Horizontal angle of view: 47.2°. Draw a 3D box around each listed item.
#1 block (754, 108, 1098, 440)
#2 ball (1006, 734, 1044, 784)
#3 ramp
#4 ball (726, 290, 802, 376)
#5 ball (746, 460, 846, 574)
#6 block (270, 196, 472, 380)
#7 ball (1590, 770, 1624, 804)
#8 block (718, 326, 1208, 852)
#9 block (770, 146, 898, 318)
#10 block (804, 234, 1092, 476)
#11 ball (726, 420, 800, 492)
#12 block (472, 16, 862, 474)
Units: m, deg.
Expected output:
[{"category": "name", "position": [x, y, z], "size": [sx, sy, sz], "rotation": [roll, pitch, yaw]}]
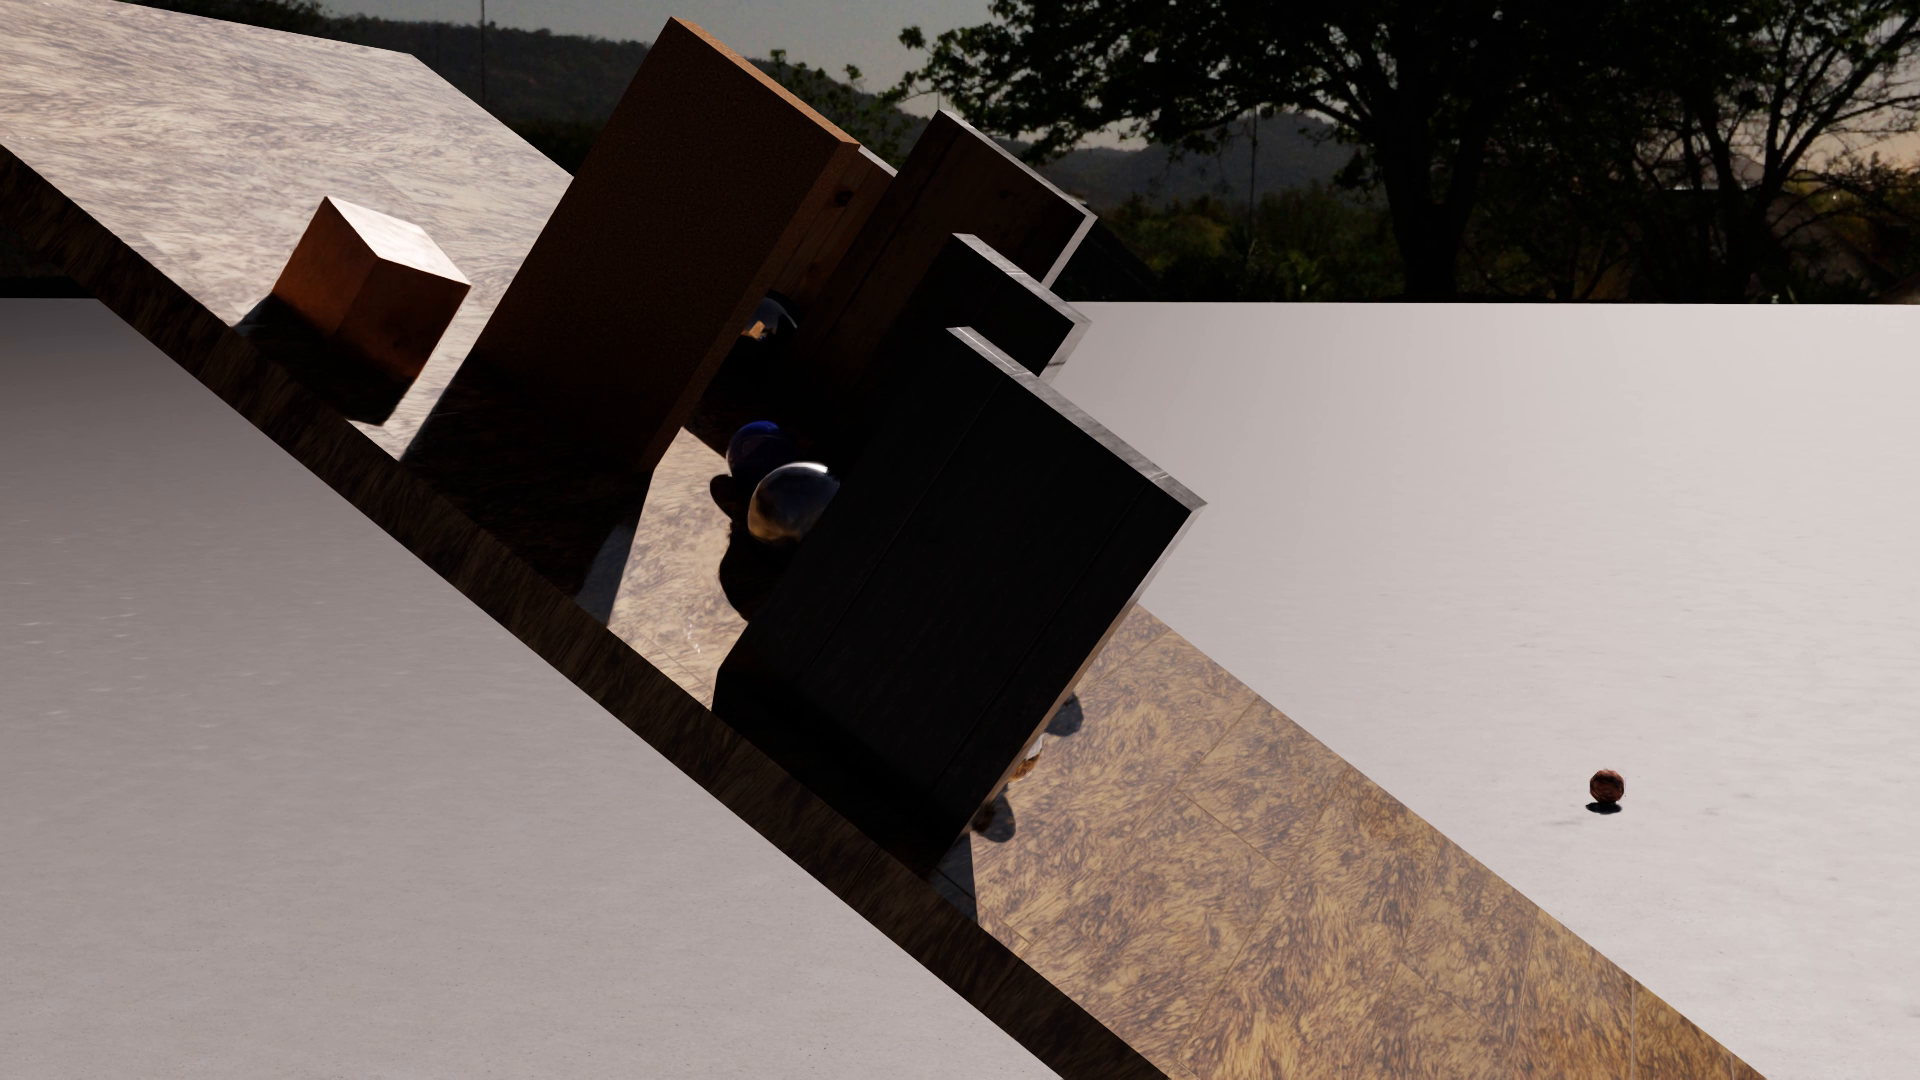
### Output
[{"category": "block", "position": [-0.076, -0.476, 4.511], "size": [0.374, 0.708, 0.097], "rotation": [37, 16, 10]}, {"category": "ball", "position": [0.063, 0.318, 3.494], "size": [0.139, 0.139, 0.139], "rotation": [0, 7, 0]}, {"category": "ramp", "position": [-0.092, 0.165, 4.083], "size": [4.000, 0.100, 2.000], "rotation": [37, 16, 10]}, {"category": "ball", "position": [-0.422, -0.442, 4.681], "size": [0.186, 0.186, 0.186], "rotation": [0, 7, 0]}, {"category": "ball", "position": [-0.262, -0.034, 3.756], "size": [0.204, 0.204, 0.204], "rotation": [0, 7, 0]}, {"category": "block", "position": [-0.934, -0.398, 3.490], "size": [0.185, 0.185, 0.185], "rotation": [45, 18, 33]}, {"category": "ball", "position": [2.266, 0.864, 7.704], "size": [0.121, 0.121, 0.121], "rotation": [0, 7, 0]}, {"category": "block", "position": [-0.003, 0.070, 3.194], "size": [0.433, 0.618, 0.117], "rotation": [37, 16, 10]}, {"category": "block", "position": [-0.331, -0.618, 4.777], "size": [0.424, 0.514, 0.092], "rotation": [37, 16, 10]}, {"category": "block", "position": [-0.054, -0.226, 3.997], "size": [0.275, 0.607, 0.132], "rotation": [37, 16, 10]}, {"category": "ball", "position": [-0.361, -0.153, 4.036], "size": [0.134, 0.134, 0.134], "rotation": [0, 7, 0]}, {"category": "block", "position": [-0.506, -0.494, 3.738], "size": [0.365, 0.675, 0.097], "rotation": [37, 16, 10]}]
